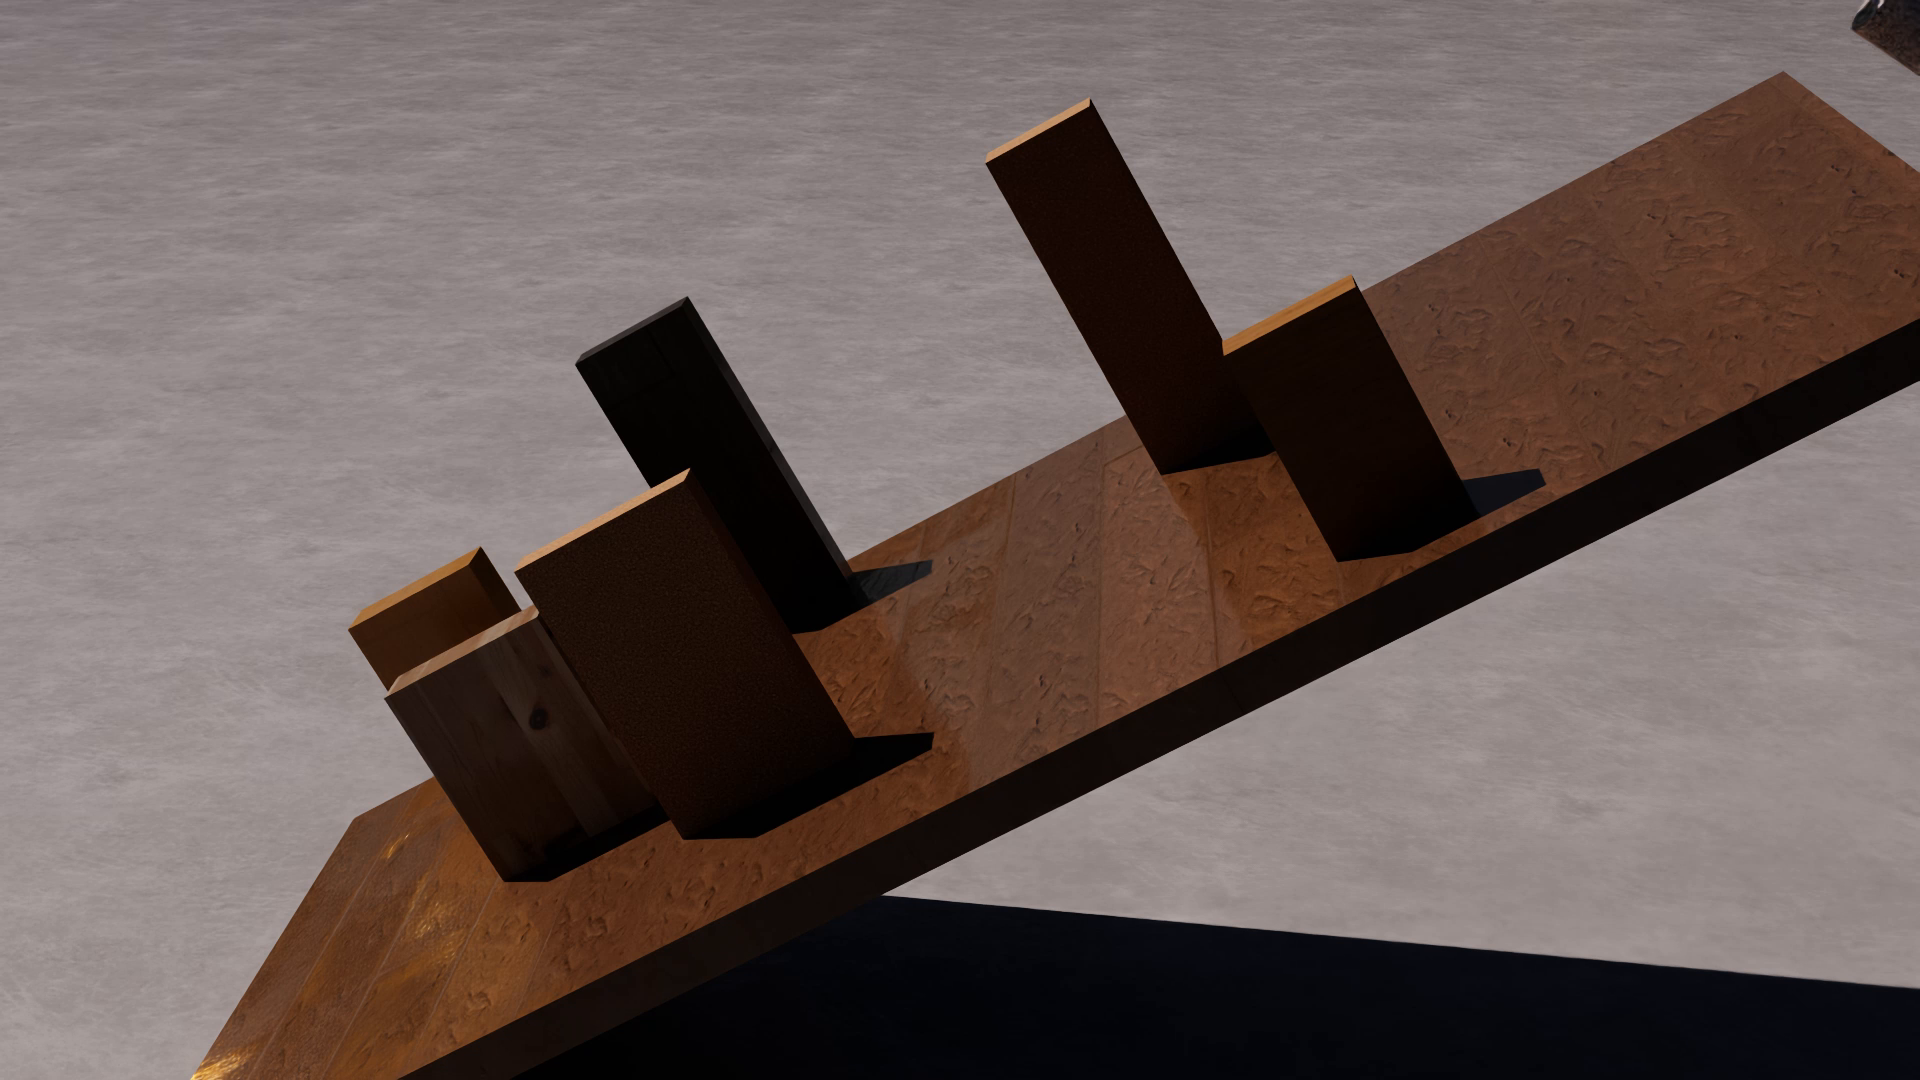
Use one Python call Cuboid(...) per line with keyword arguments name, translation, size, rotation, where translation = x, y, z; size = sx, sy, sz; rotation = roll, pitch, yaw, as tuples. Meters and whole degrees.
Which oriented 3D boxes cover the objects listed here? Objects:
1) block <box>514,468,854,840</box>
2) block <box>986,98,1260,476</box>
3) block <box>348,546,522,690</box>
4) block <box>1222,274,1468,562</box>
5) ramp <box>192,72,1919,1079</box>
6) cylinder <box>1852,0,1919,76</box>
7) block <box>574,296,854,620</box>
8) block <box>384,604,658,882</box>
Cuboid(name="block", translation=(-0.549, 0.233, 5.904), size=(0.395, 0.653, 0.090), rotation=(-27, 14, 11))
Cuboid(name="block", translation=(0.364, -0.553, 6.464), size=(0.255, 0.799, 0.116), rotation=(-27, 14, 11))
Cuboid(name="block", translation=(-1.076, 0.355, 6.660), size=(0.322, 0.595, 0.133), rotation=(-27, 14, 11))
Cuboid(name="block", translation=(0.702, -0.221, 5.375), size=(0.265, 0.446, 0.103), rotation=(-27, 14, 11))
Cuboid(name="ramp", translation=(0.142, 0.167, 6.283), size=(4.000, 0.100, 2.000), rotation=(-27, 14, 11))
Cuboid(name="cylinder", translation=(1.880, -1.030, 5.818), size=(0.160, 0.160, 0.160), rotation=(34, 19, -3))
Cuboid(name="block", translation=(-0.586, -0.168, 7.070), size=(0.297, 0.789, 0.103), rotation=(-27, 14, 11))
Cuboid(name="block", translation=(-0.937, 0.432, 6.346), size=(0.387, 0.484, 0.131), rotation=(-27, 14, 11))
